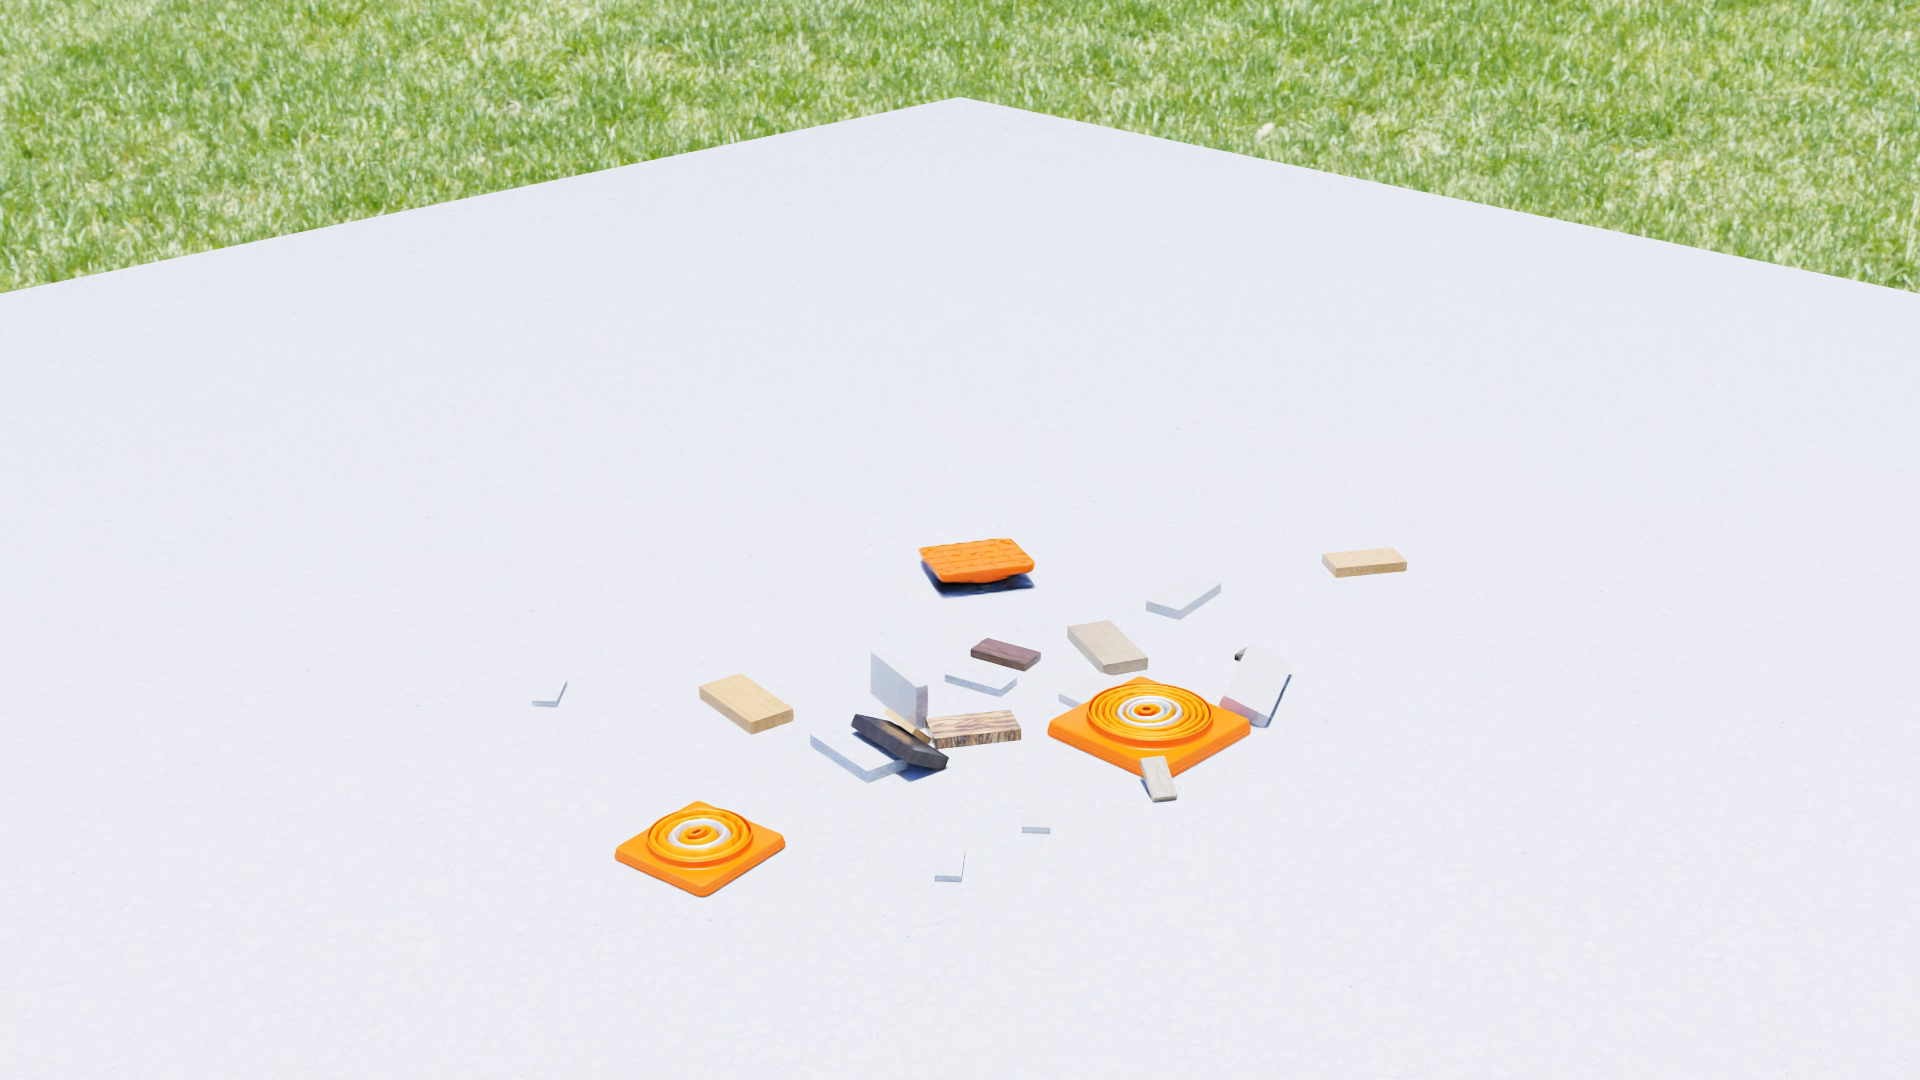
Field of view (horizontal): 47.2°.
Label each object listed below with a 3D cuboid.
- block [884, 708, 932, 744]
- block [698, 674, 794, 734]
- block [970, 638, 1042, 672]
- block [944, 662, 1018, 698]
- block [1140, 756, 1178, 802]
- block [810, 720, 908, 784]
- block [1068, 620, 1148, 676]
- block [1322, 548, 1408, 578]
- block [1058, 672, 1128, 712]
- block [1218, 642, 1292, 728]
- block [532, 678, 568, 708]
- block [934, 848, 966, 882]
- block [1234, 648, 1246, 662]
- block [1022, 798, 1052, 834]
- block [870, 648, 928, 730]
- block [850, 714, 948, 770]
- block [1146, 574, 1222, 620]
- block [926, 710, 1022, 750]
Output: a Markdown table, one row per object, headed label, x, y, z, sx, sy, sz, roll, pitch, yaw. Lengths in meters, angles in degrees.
| label | x | y | z | sx | sy | sz | roll | pitch | yaw |
| --- | --- | --- | --- | --- | --- | --- | --- | --- | --- |
| block | -0.113 | 0.402 | 4.749 | 0.056 | 0.016 | 0.113 | 39 | -6 | -40 |
| block | -0.474 | 0.362 | 4.869 | 0.109 | 0.031 | 0.219 | -16 | 28 | -34 |
| block | 0.106 | 0.266 | 5.107 | 0.148 | 0.021 | 0.074 | 14 | 27 | 29 |
| block | 0.047 | 0.317 | 4.988 | 0.148 | 0.021 | 0.074 | 14 | 27 | 29 |
| block | 0.409 | 0.492 | 4.532 | 0.052 | 0.015 | 0.104 | -5 | 47 | -12 |
| block | -0.216 | 0.448 | 4.667 | 0.104 | 0.030 | 0.209 | -17 | 28 | -35 |
| block | 0.343 | 0.251 | 5.129 | 0.109 | 0.031 | 0.219 | -8 | 24 | -18 |
| block | 1.029 | 0.057 | 5.592 | 0.191 | 0.027 | 0.095 | -5 | 24 | -12 |
| block | 0.298 | 0.341 | 4.930 | 0.148 | 0.021 | 0.074 | -21 | 31 | -40 |
| block | 0.663 | 0.323 | 4.915 | 0.109 | 0.031 | 0.279 | 26 | 28 | 8 |
| block | -0.920 | 0.342 | 4.934 | 0.056 | 0.016 | 0.113 | 1 | 23 | 3 |
| block | -0.019 | 0.629 | 4.260 | 0.052 | 0.015 | 0.103 | 2 | 23 | 4 |
| block | 0.693 | 0.276 | 5.091 | 0.103 | 0.015 | 0.052 | 16 | 28 | 34 |
| block | 0.156 | 0.556 | 4.430 | 0.056 | 0.016 | 0.112 | 2 | 23 | 4 |
| block | -0.135 | 0.328 | 4.852 | 0.030 | 0.104 | 0.209 | -11 | 25 | -29 |
| block | -0.128 | 0.427 | 4.659 | 0.104 | 0.030 | 0.209 | 17 | 7 | -43 |
| block | 0.550 | 0.139 | 5.399 | 0.095 | 0.027 | 0.201 | 16 | 28 | 33 |
| block | 0.029 | 0.410 | 4.760 | 0.191 | 0.027 | 0.095 | -5 | 24 | -12 |
